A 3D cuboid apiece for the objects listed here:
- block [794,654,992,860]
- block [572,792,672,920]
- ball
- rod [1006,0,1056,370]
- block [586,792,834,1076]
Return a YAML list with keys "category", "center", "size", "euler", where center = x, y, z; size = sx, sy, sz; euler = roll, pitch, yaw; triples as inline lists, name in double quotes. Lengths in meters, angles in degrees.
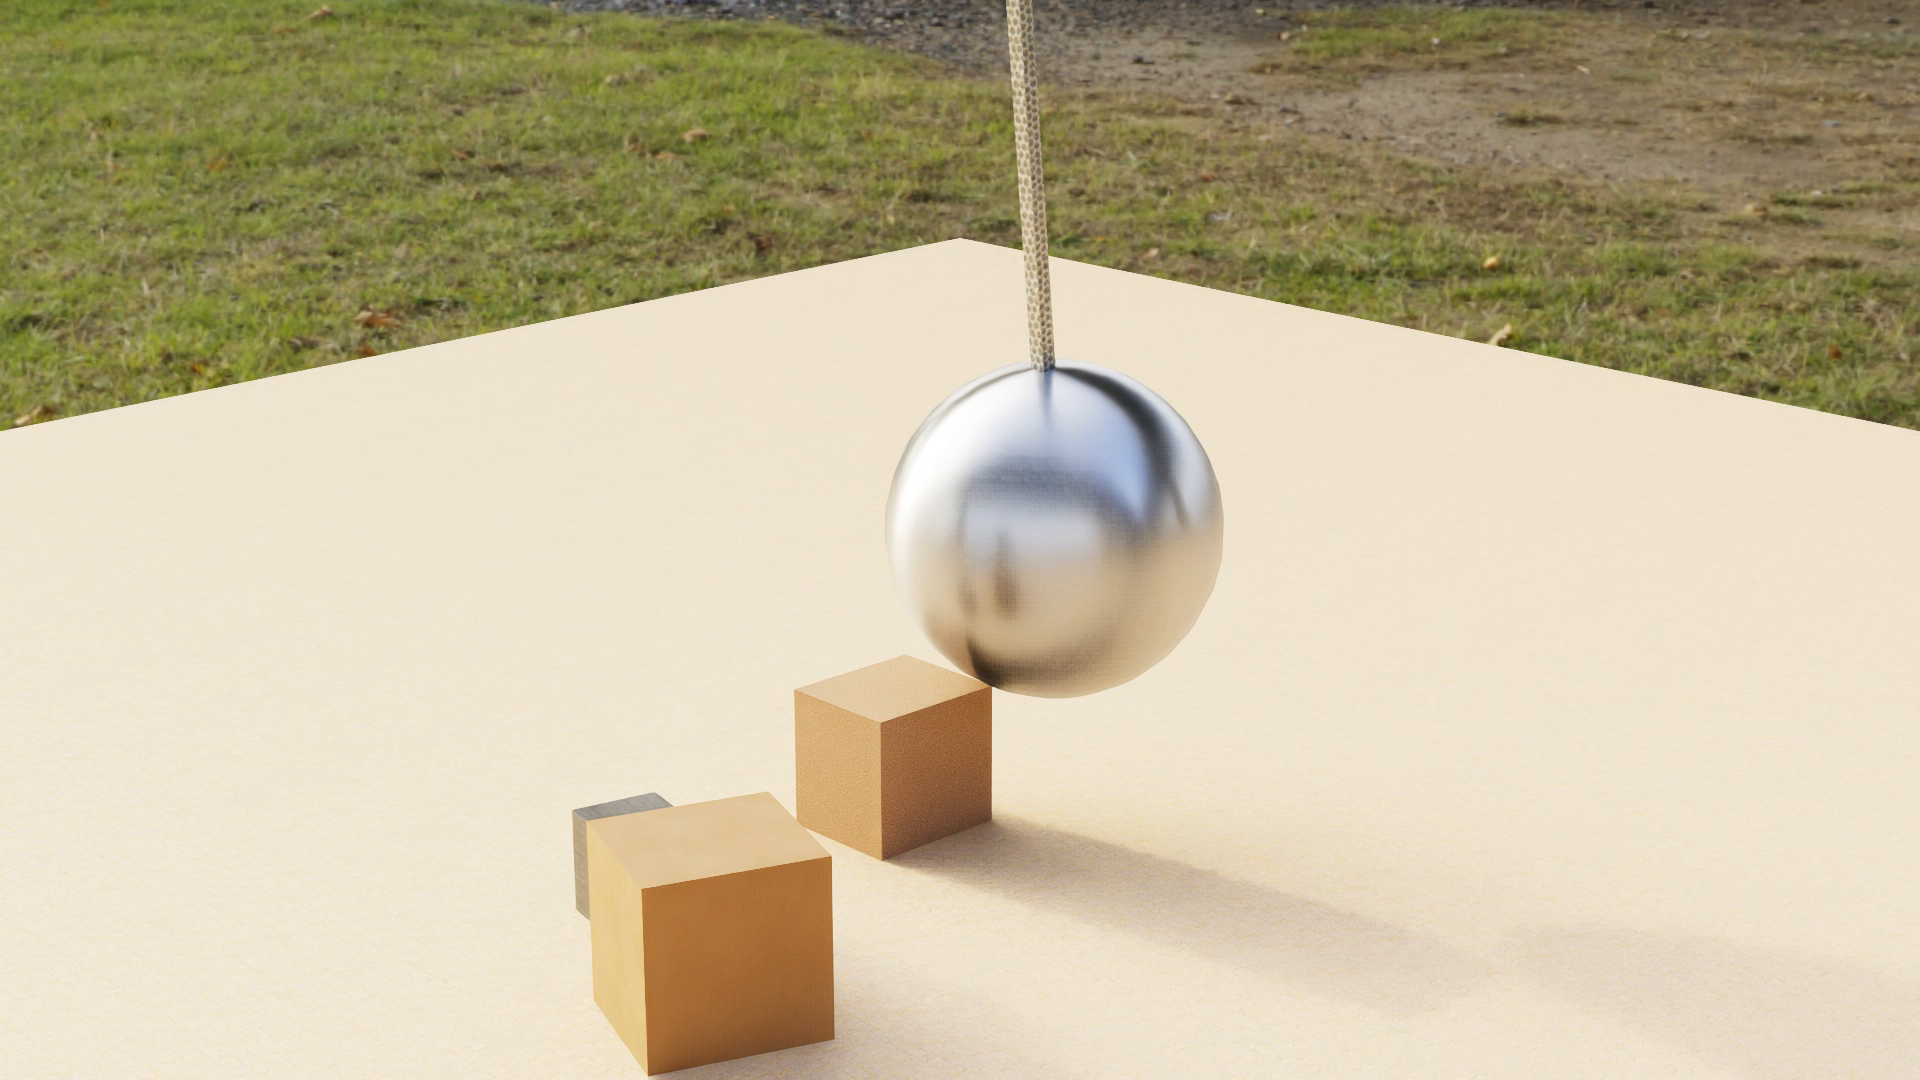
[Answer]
- category: "block"
  center: [-0.315, 1.023, 13.945]
  size: [0.713, 0.686, 0.606]
  euler: [-16, 23, -41]
- category: "block"
  center: [-1.432, 1.444, 12.950]
  size: [0.405, 0.480, 0.426]
  euler: [-10, 20, -30]
- category: "ball"
  center: [0.443, -0.054, 13.789]
  size: [1.600, 1.600, 1.600]
  euler: [0, 17, 0]
- category: "rod"
  center: [0.192, -3.204, 12.536]
  size: [0.080, 5.200, 0.080]
  euler: [17, 30, 42]
- category: "block"
  center: [-1.019, 1.588, 11.945]
  size: [0.792, 0.808, 0.735]
  euler: [-7, 19, -23]
